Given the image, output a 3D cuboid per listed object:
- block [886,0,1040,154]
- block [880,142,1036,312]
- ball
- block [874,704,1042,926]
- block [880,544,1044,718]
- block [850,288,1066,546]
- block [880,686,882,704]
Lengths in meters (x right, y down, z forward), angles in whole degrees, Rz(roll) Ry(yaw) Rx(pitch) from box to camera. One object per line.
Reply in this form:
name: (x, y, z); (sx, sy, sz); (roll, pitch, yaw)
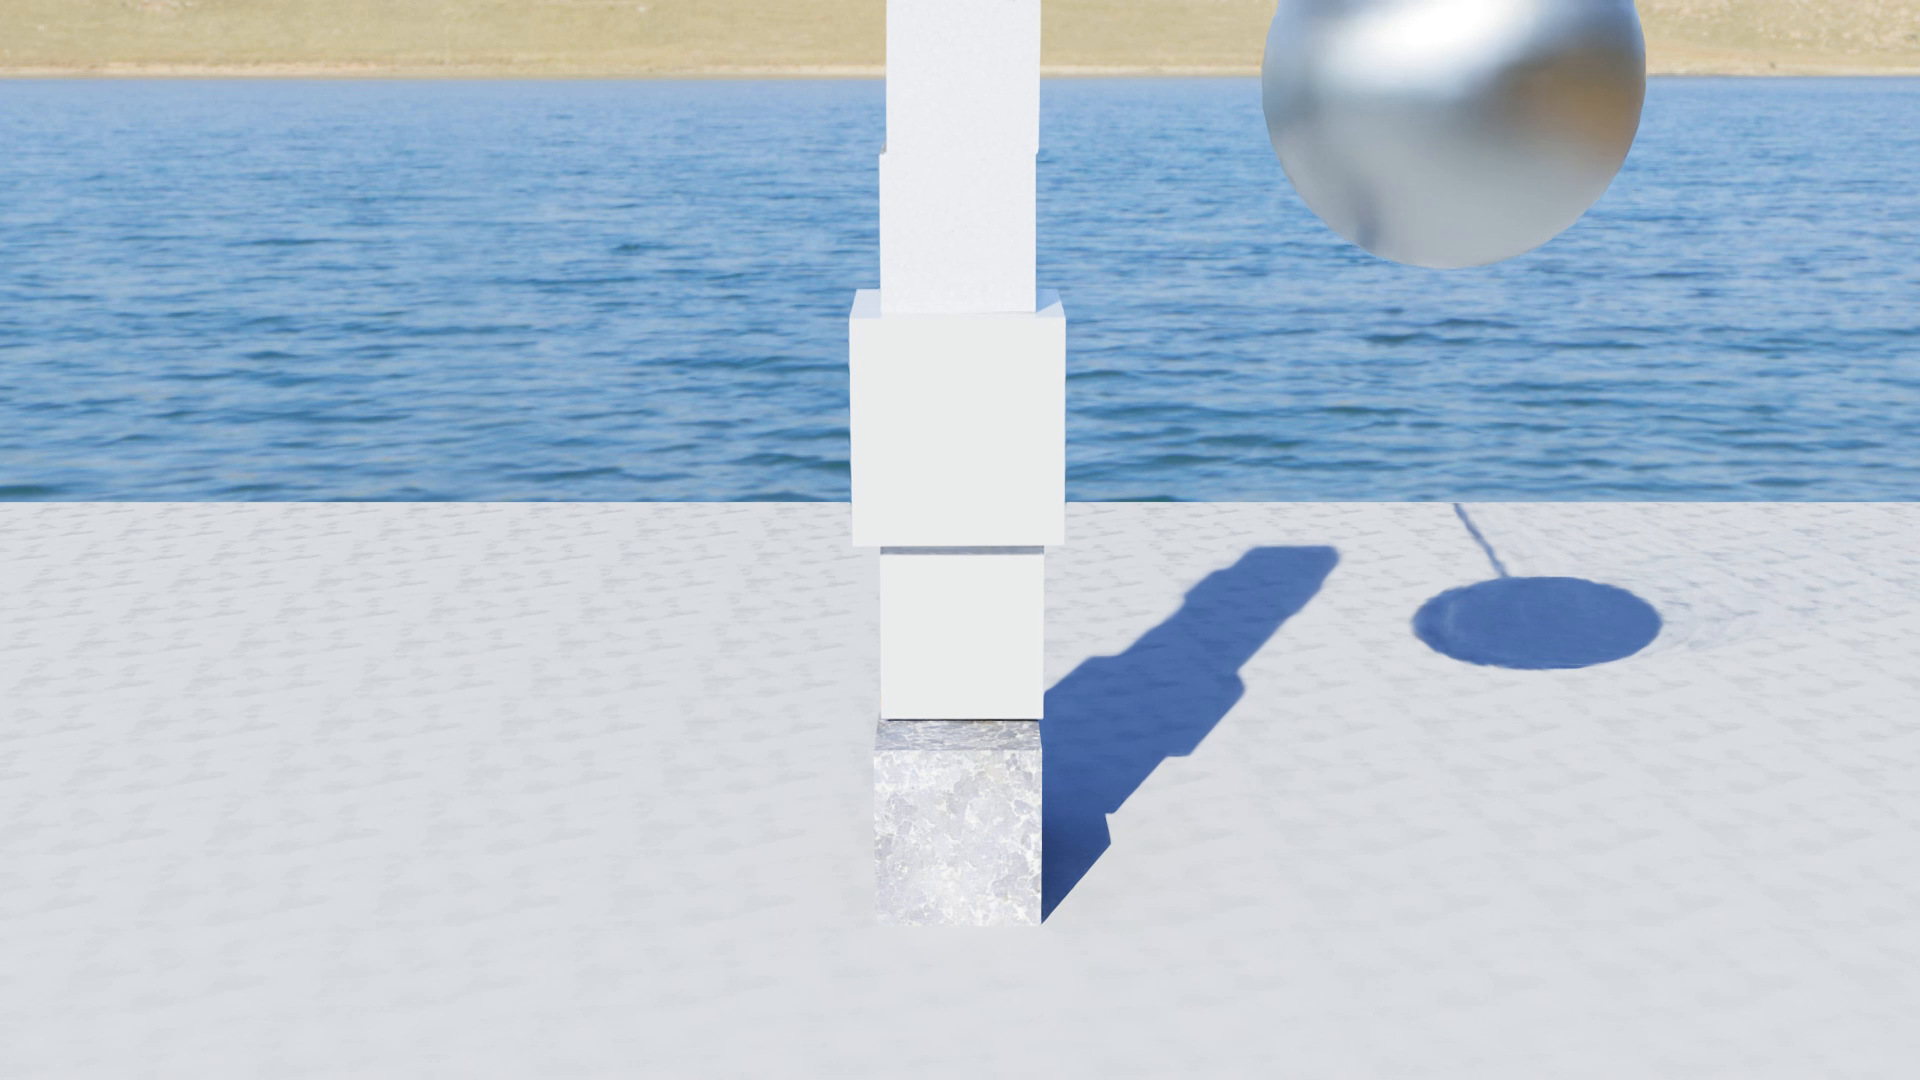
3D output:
block: (0.010, -1.971, 10.662); (0.619, 0.665, 0.606); (0, 14, -1)
block: (-0.010, -1.327, 10.824); (0.637, 0.648, 0.622); (0, 13, 0)
ball: (2.074, -1.946, 10.827); (1.600, 1.600, 1.600); (0, 10, 0)
block: (-0.008, 1.169, 11.028); (0.692, 0.754, 0.783); (0, 10, 0)
block: (0.009, 0.304, 11.211); (0.691, 0.786, 0.667); (0, 13, 0)
block: (-0.010, -0.543, 11.008); (0.883, 0.956, 0.862); (0, 14, 0)
block: (-0.012, 1.008, 11.764); (0.683, 0.805, 0.708); (0, 11, 0)
